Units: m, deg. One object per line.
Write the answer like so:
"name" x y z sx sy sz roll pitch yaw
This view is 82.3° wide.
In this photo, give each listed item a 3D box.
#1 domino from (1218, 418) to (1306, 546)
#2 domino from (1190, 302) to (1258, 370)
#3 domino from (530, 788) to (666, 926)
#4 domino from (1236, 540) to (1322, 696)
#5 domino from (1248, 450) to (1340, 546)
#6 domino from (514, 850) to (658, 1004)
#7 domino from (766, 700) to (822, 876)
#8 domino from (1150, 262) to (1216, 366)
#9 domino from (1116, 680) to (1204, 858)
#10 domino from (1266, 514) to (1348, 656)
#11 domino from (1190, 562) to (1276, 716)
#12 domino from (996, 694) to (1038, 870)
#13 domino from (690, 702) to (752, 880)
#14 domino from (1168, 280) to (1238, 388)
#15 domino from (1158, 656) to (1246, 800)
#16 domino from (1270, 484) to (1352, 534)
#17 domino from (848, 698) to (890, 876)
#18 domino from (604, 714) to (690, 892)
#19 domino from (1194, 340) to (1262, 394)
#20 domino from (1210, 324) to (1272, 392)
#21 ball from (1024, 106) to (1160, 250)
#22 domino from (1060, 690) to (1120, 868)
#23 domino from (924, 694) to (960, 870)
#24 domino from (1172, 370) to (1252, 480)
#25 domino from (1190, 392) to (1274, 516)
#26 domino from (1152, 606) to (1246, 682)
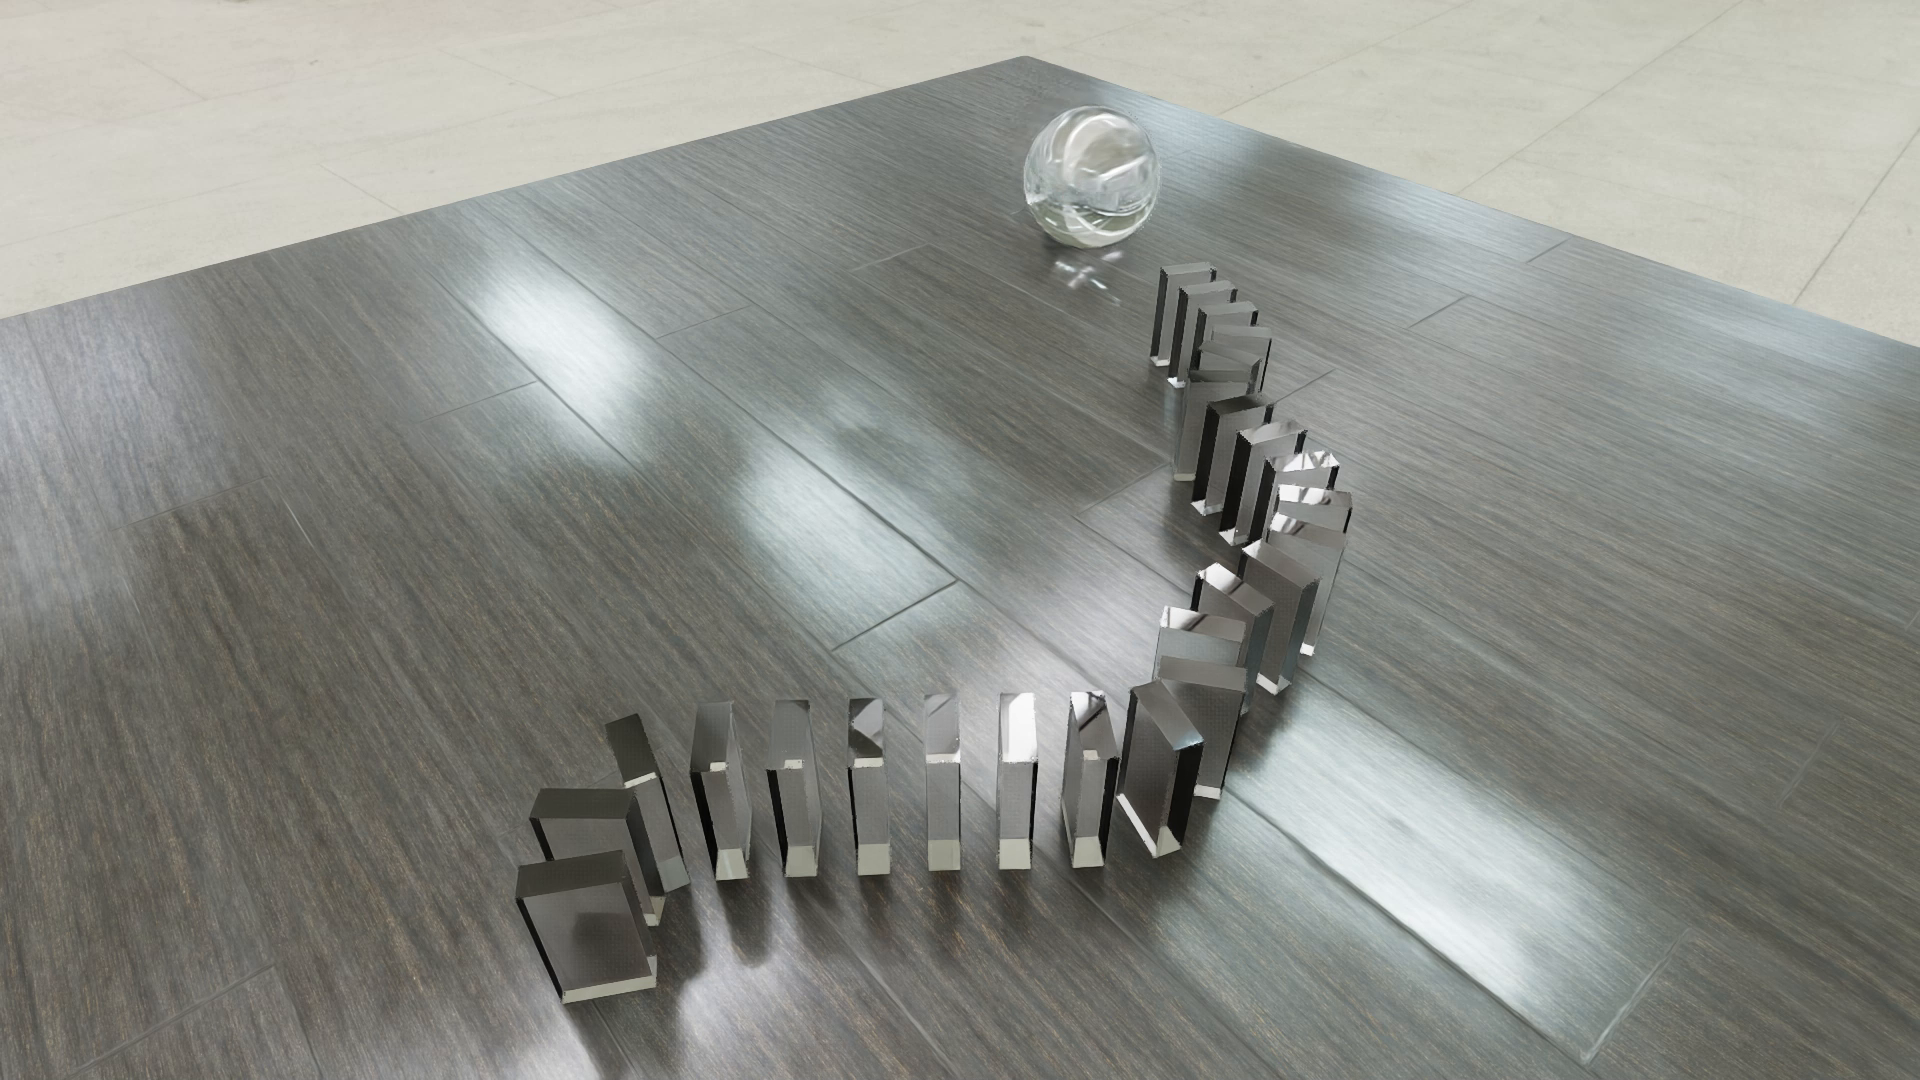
"domino" 0.120 -0.023 0.439 0.025 0.050 0.009 -15 42 -17
"domino" 0.122 -0.086 0.517 0.025 0.050 0.009 -8 40 -9
"domino" -0.099 0.088 0.304 0.025 0.050 0.010 1 39 1
"domino" 0.106 0.027 0.379 0.009 0.050 0.025 -27 47 -29
"domino" 0.127 -0.010 0.423 0.025 0.050 0.009 -7 40 -8
"domino" -0.096 0.102 0.287 0.025 0.050 0.009 -7 40 -9
"domino" -0.048 0.073 0.322 0.009 0.050 0.025 -1 39 -1
"domino" 0.111 -0.112 0.549 0.025 0.050 0.009 -9 40 -10
"domino" 0.059 0.069 0.328 0.009 0.050 0.025 -14 41 -16
"domino" 0.119 0.016 0.391 0.025 0.050 0.010 19 43 22
"domino" 0.088 0.035 0.369 0.009 0.050 0.025 -26 46 -28
"domino" 0.016 0.072 0.324 0.010 0.050 0.025 0 39 -1
"domino" -0.069 0.074 0.321 0.009 0.050 0.025 -3 39 -4
"domino" 0.117 -0.099 0.533 0.025 0.050 0.009 -11 40 -13
"domino" 0.072 0.059 0.340 0.025 0.050 0.009 8 40 10
"domino" 0.126 0.004 0.407 0.025 0.050 0.010 7 40 9
"domino" -0.026 0.073 0.323 0.009 0.050 0.025 -2 39 -2
"domino" -0.090 0.077 0.318 0.010 0.050 0.025 -18 43 -21
"domino" 0.115 -0.061 0.486 0.025 0.050 0.010 24 45 26
"domino" 0.124 -0.073 0.500 0.025 0.050 0.009 5 40 6
"ball" 0.077 -0.213 0.647 0.080 0.080 0.080 0 39 0
"domino" 0.038 0.071 0.325 0.009 0.050 0.025 -3 39 -3
"domino" -0.005 0.072 0.324 0.009 0.050 0.025 -1 39 -2
"domino" 0.107 -0.048 0.470 0.025 0.050 0.009 1 39 1
"domino" 0.112 -0.035 0.454 0.025 0.050 0.010 -14 41 -16
"domino" 0.075 0.045 0.356 0.025 0.050 0.009 11 41 13
